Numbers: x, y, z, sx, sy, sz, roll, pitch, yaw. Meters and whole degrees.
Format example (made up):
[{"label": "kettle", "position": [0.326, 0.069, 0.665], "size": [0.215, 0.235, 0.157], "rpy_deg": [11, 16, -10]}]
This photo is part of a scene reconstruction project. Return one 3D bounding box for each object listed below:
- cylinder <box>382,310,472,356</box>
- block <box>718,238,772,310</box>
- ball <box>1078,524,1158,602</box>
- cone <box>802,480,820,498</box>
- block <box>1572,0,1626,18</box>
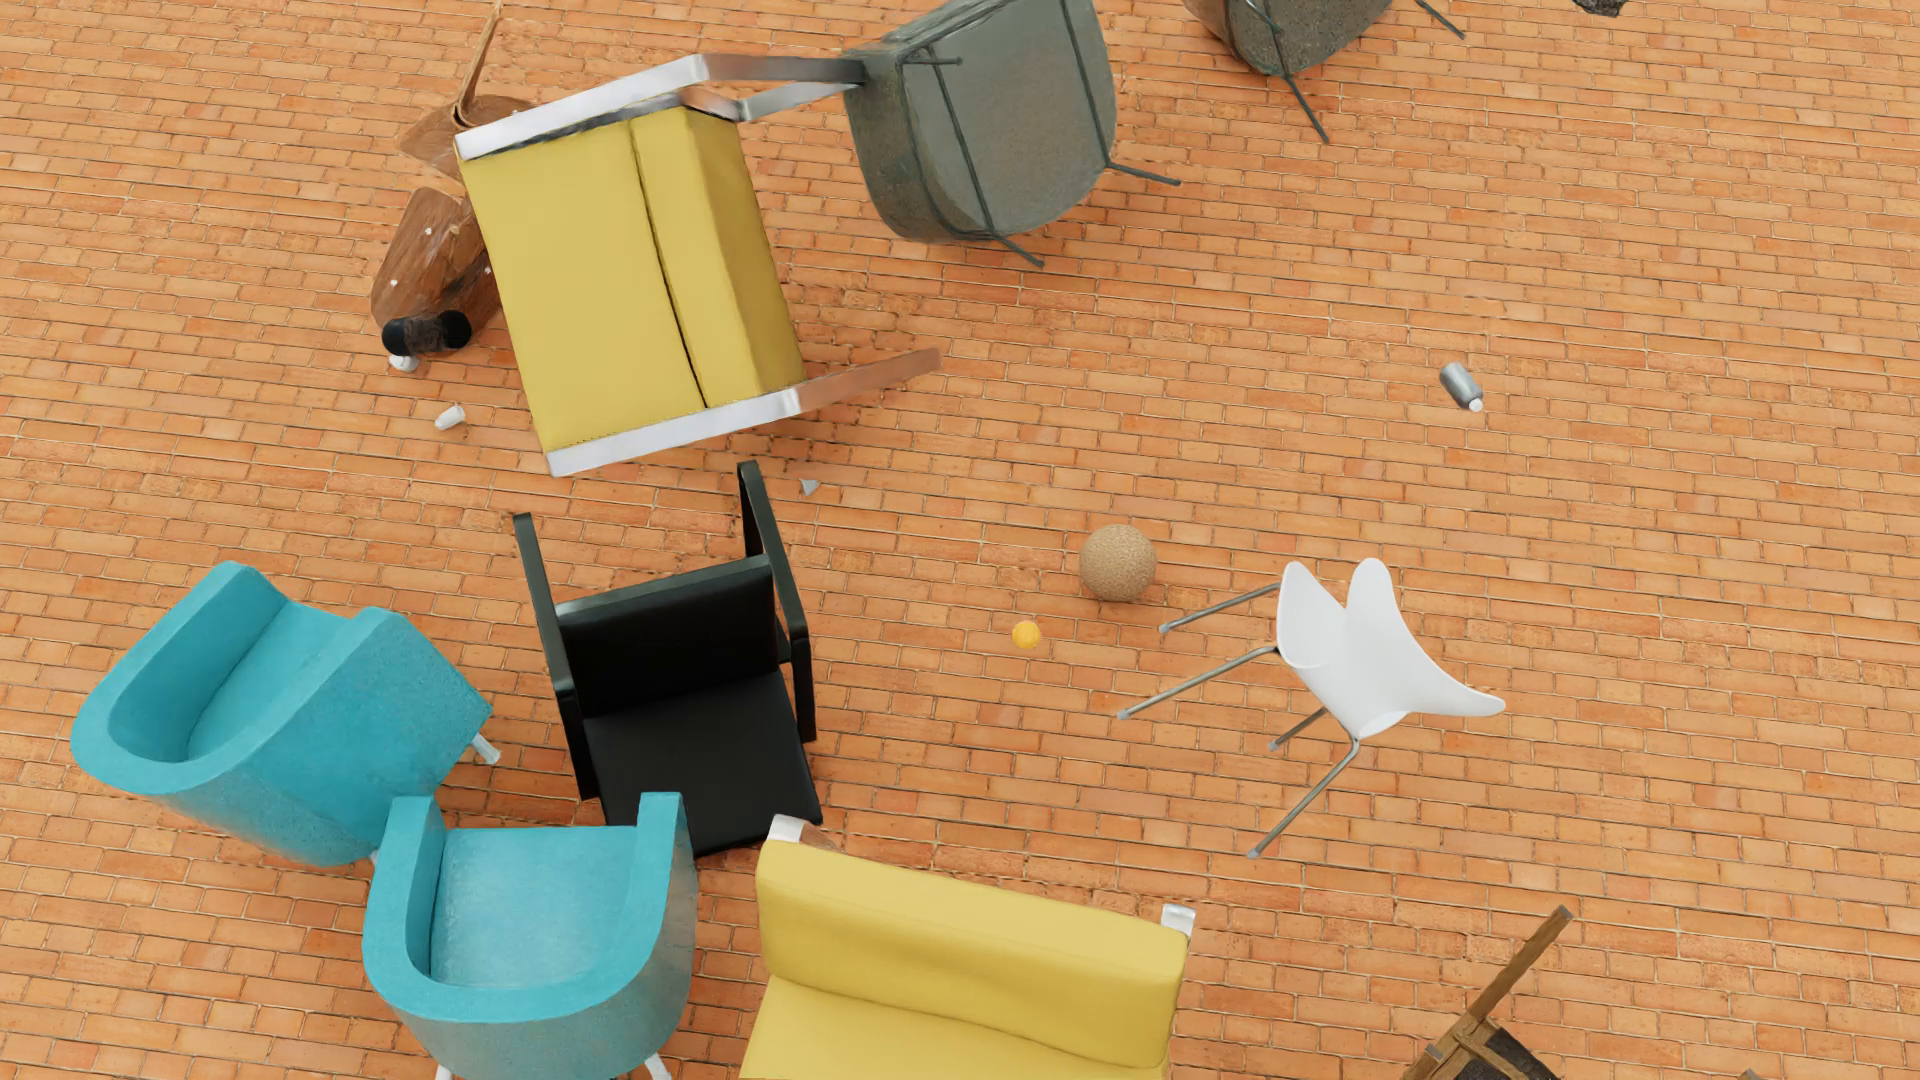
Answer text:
[{"label": "cylinder", "position": [-1.564, -0.606, 6.450], "size": [0.188, 0.179, 0.116], "rpy_deg": [-6, 95, 22]}, {"label": "block", "position": [-0.684, -0.842, 6.984], "size": [0.118, 0.211, 0.121], "rpy_deg": [29, 77, 4]}, {"label": "ball", "position": [0.458, 0.067, 6.392], "size": [0.228, 0.228, 0.228], "rpy_deg": [0, 56, 0]}, {"label": "cone", "position": [-0.458, -0.151, 6.659], "size": [0.063, 0.036, 0.054], "rpy_deg": [9, 74, 26]}, {"label": "block", "position": [1.968, -1.702, 6.704], "size": [0.163, 0.174, 0.110], "rpy_deg": [-7, 45, -46]}]
